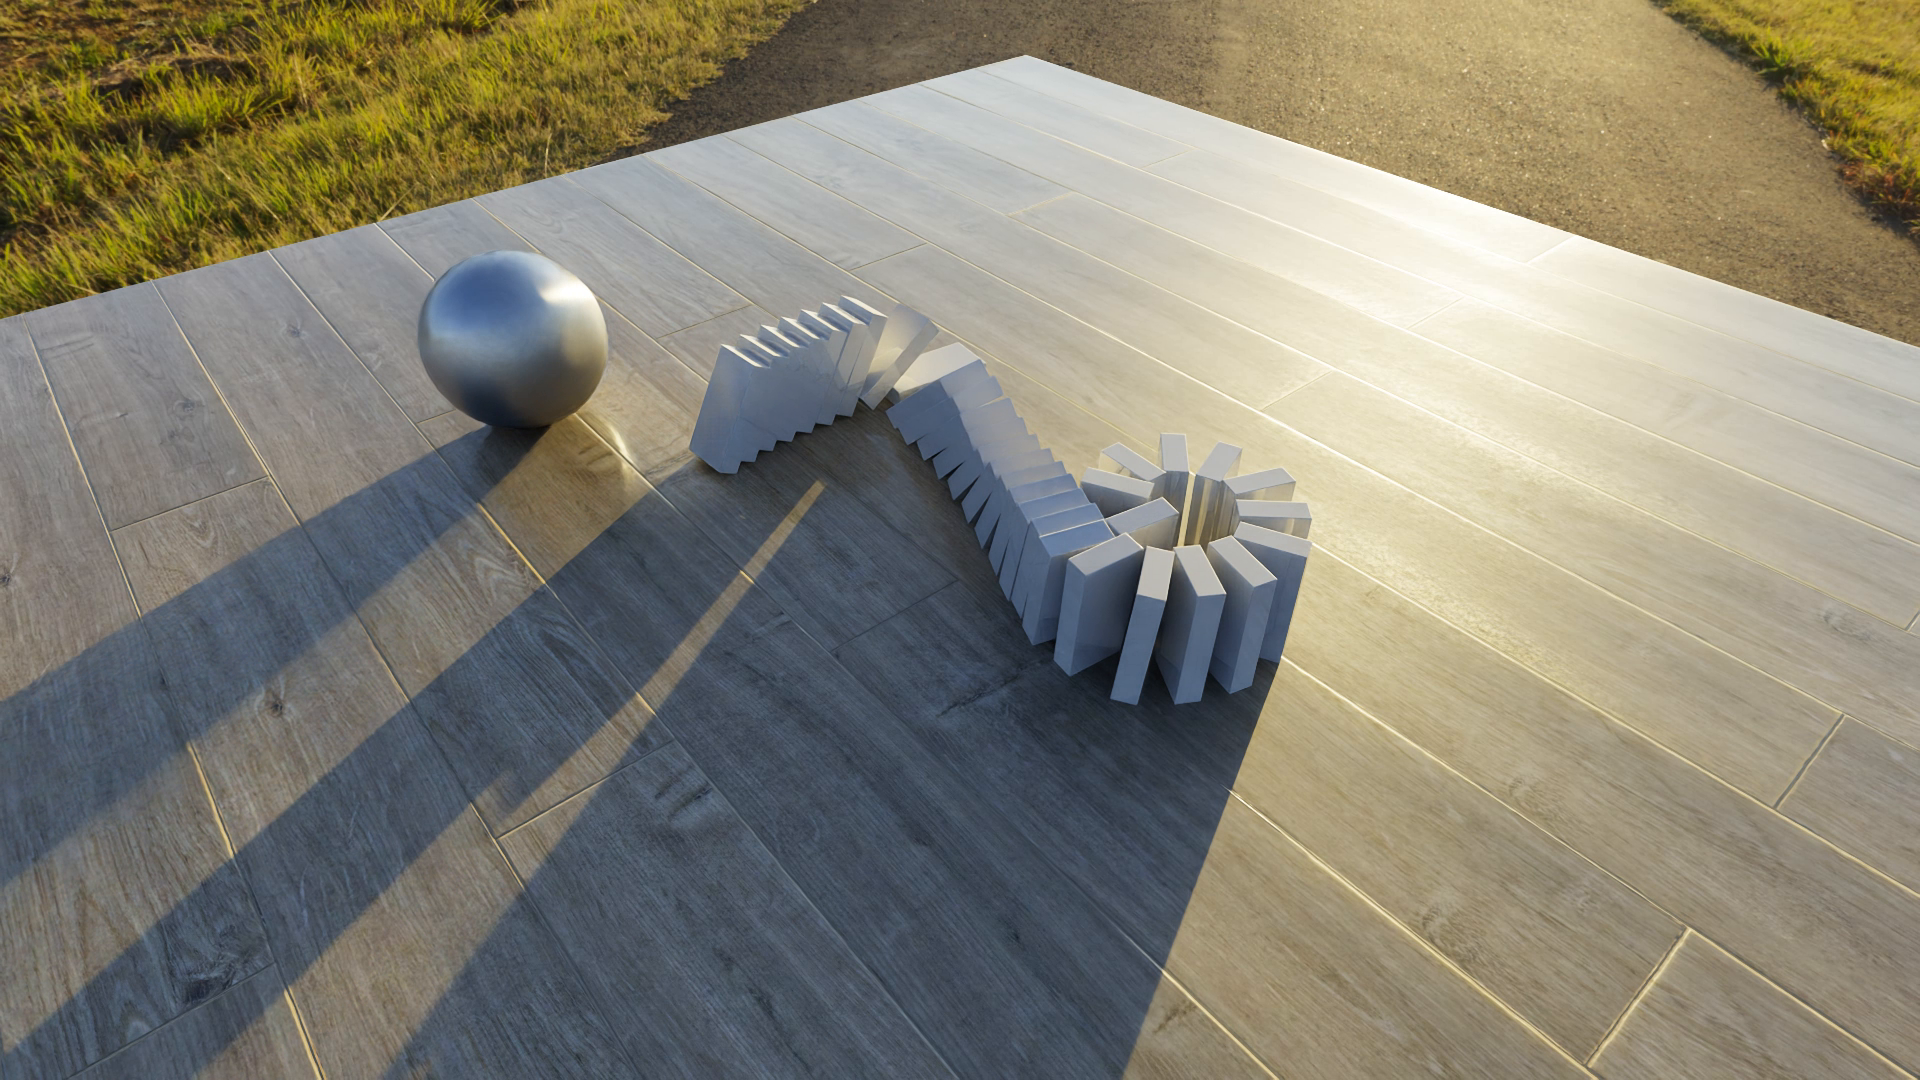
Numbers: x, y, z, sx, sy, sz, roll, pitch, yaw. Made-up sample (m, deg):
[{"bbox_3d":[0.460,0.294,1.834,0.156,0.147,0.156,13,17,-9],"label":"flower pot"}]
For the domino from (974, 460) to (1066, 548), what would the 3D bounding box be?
[{"bbox_3d":[0.023,-0.013,0.429,0.025,0.050,0.009,-14,71,-16],"label":"domino"}]

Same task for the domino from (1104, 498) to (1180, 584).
[{"bbox_3d":[0.062,0.010,0.399,0.025,0.050,0.010,-20,48,-23],"label":"domino"}]

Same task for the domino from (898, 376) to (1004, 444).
[{"bbox_3d":[-0.005,-0.057,0.489,0.025,0.010,0.050,-30,6,-32],"label":"domino"}]

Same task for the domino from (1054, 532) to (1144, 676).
[{"bbox_3d":[0.048,0.023,0.383,0.025,0.050,0.010,-23,48,-26],"label":"domino"}]

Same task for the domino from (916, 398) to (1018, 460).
[{"bbox_3d":[0.002,-0.048,0.477,0.025,0.010,0.050,-22,1,-24],"label":"domino"}]

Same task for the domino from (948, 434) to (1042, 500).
[{"bbox_3d":[0.014,-0.029,0.452,0.025,0.050,0.009,-15,82,-17],"label":"domino"}]

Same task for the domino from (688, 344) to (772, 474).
[{"bbox_3d":[-0.101,-0.057,0.483,0.025,0.050,0.009,34,20,34],"label":"domino"}]

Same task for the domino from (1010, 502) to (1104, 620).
[{"bbox_3d":[0.035,0.008,0.401,0.025,0.050,0.009,-15,57,-17],"label":"domino"}]

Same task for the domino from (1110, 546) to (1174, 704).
[{"bbox_3d":[0.062,0.030,0.375,0.009,0.050,0.025,13,41,8],"label":"domino"}]

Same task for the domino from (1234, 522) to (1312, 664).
[{"bbox_3d":[0.106,0.019,0.388,0.025,0.050,0.009,17,42,20],"label":"domino"}]

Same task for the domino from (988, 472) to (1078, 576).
[{"bbox_3d":[0.028,-0.005,0.418,0.025,0.050,0.009,-14,63,-16],"label":"domino"}]

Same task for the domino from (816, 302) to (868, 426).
[{"bbox_3d":[-0.062,-0.082,0.513,0.010,0.050,0.025,2,27,-48],"label":"domino"}]

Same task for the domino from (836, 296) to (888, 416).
[{"bbox_3d":[-0.053,-0.087,0.518,0.010,0.050,0.025,2,26,-48],"label":"domino"}]

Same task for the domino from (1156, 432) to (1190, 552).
[{"bbox_3d":[0.081,-0.014,0.428,0.010,0.050,0.025,4,39,4],"label":"domino"}]

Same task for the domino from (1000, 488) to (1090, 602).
[{"bbox_3d":[0.031,0.002,0.408,0.025,0.050,0.010,-15,58,-17],"label":"domino"}]

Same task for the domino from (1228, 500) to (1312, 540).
[{"bbox_3d":[0.110,0.009,0.401,0.025,0.050,0.009,2,39,3],"label":"domino"}]

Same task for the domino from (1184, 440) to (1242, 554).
[{"bbox_3d":[0.096,-0.010,0.424,0.010,0.050,0.025,20,43,23],"label":"domino"}]

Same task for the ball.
[{"bbox_3d":[-0.201,-0.090,0.498,0.080,0.080,0.080,0,39,0],"label":"ball"}]

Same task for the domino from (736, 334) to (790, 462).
[{"bbox_3d":[-0.095,-0.063,0.490,0.025,0.050,0.009,34,20,34],"label":"domino"}]

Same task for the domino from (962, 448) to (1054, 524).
[{"bbox_3d":[0.019,-0.021,0.440,0.025,0.050,0.010,-14,77,-16],"label":"domino"}]

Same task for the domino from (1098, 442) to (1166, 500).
[{"bbox_3d":[0.064,-0.010,0.423,0.009,0.050,0.025,-26,46,-28],"label":"domino"}]

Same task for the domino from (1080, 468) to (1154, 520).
[{"bbox_3d":[0.056,-0.002,0.413,0.025,0.050,0.009,16,42,15],"label":"domino"}]

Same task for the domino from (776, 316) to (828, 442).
[{"bbox_3d":[-0.079,-0.073,0.502,0.009,0.050,0.025,2,27,-49],"label":"domino"}]

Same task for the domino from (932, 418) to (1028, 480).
[{"bbox_3d":[0.008,-0.038,0.464,0.025,0.050,0.010,-17,87,-19],"label":"domino"}]

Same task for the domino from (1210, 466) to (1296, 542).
[{"bbox_3d":[0.108,-0.002,0.414,0.025,0.050,0.010,-12,41,-14],"label":"domino"}]

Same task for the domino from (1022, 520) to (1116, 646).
[{"bbox_3d":[0.038,0.016,0.392,0.025,0.050,0.009,-15,52,-18],"label":"domino"}]

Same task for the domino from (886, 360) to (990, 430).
[{"bbox_3d":[-0.011,-0.066,0.499,0.025,0.010,0.050,-31,6,-33],"label":"domino"}]

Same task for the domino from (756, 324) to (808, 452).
[{"bbox_3d":[-0.087,-0.068,0.496,0.025,0.050,0.009,36,21,36],"label":"domino"}]

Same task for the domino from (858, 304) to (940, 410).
[{"bbox_3d":[-0.036,-0.089,0.530,0.050,0.009,0.025,-50,50,-4],"label":"domino"}]

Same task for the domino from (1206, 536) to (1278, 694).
[{"bbox_3d":[0.093,0.026,0.379,0.010,0.050,0.025,-17,42,-19],"label":"domino"}]

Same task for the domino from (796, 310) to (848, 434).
[{"bbox_3d":[-0.071,-0.078,0.508,0.010,0.050,0.025,2,27,-49],"label":"domino"}]

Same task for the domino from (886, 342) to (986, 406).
[{"bbox_3d":[-0.015,-0.081,0.543,0.050,0.009,0.025,-23,44,-25],"label":"domino"}]

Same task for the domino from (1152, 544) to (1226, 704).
[{"bbox_3d":[0.078,0.029,0.376,0.009,0.050,0.025,-5,40,-9],"label":"domino"}]
